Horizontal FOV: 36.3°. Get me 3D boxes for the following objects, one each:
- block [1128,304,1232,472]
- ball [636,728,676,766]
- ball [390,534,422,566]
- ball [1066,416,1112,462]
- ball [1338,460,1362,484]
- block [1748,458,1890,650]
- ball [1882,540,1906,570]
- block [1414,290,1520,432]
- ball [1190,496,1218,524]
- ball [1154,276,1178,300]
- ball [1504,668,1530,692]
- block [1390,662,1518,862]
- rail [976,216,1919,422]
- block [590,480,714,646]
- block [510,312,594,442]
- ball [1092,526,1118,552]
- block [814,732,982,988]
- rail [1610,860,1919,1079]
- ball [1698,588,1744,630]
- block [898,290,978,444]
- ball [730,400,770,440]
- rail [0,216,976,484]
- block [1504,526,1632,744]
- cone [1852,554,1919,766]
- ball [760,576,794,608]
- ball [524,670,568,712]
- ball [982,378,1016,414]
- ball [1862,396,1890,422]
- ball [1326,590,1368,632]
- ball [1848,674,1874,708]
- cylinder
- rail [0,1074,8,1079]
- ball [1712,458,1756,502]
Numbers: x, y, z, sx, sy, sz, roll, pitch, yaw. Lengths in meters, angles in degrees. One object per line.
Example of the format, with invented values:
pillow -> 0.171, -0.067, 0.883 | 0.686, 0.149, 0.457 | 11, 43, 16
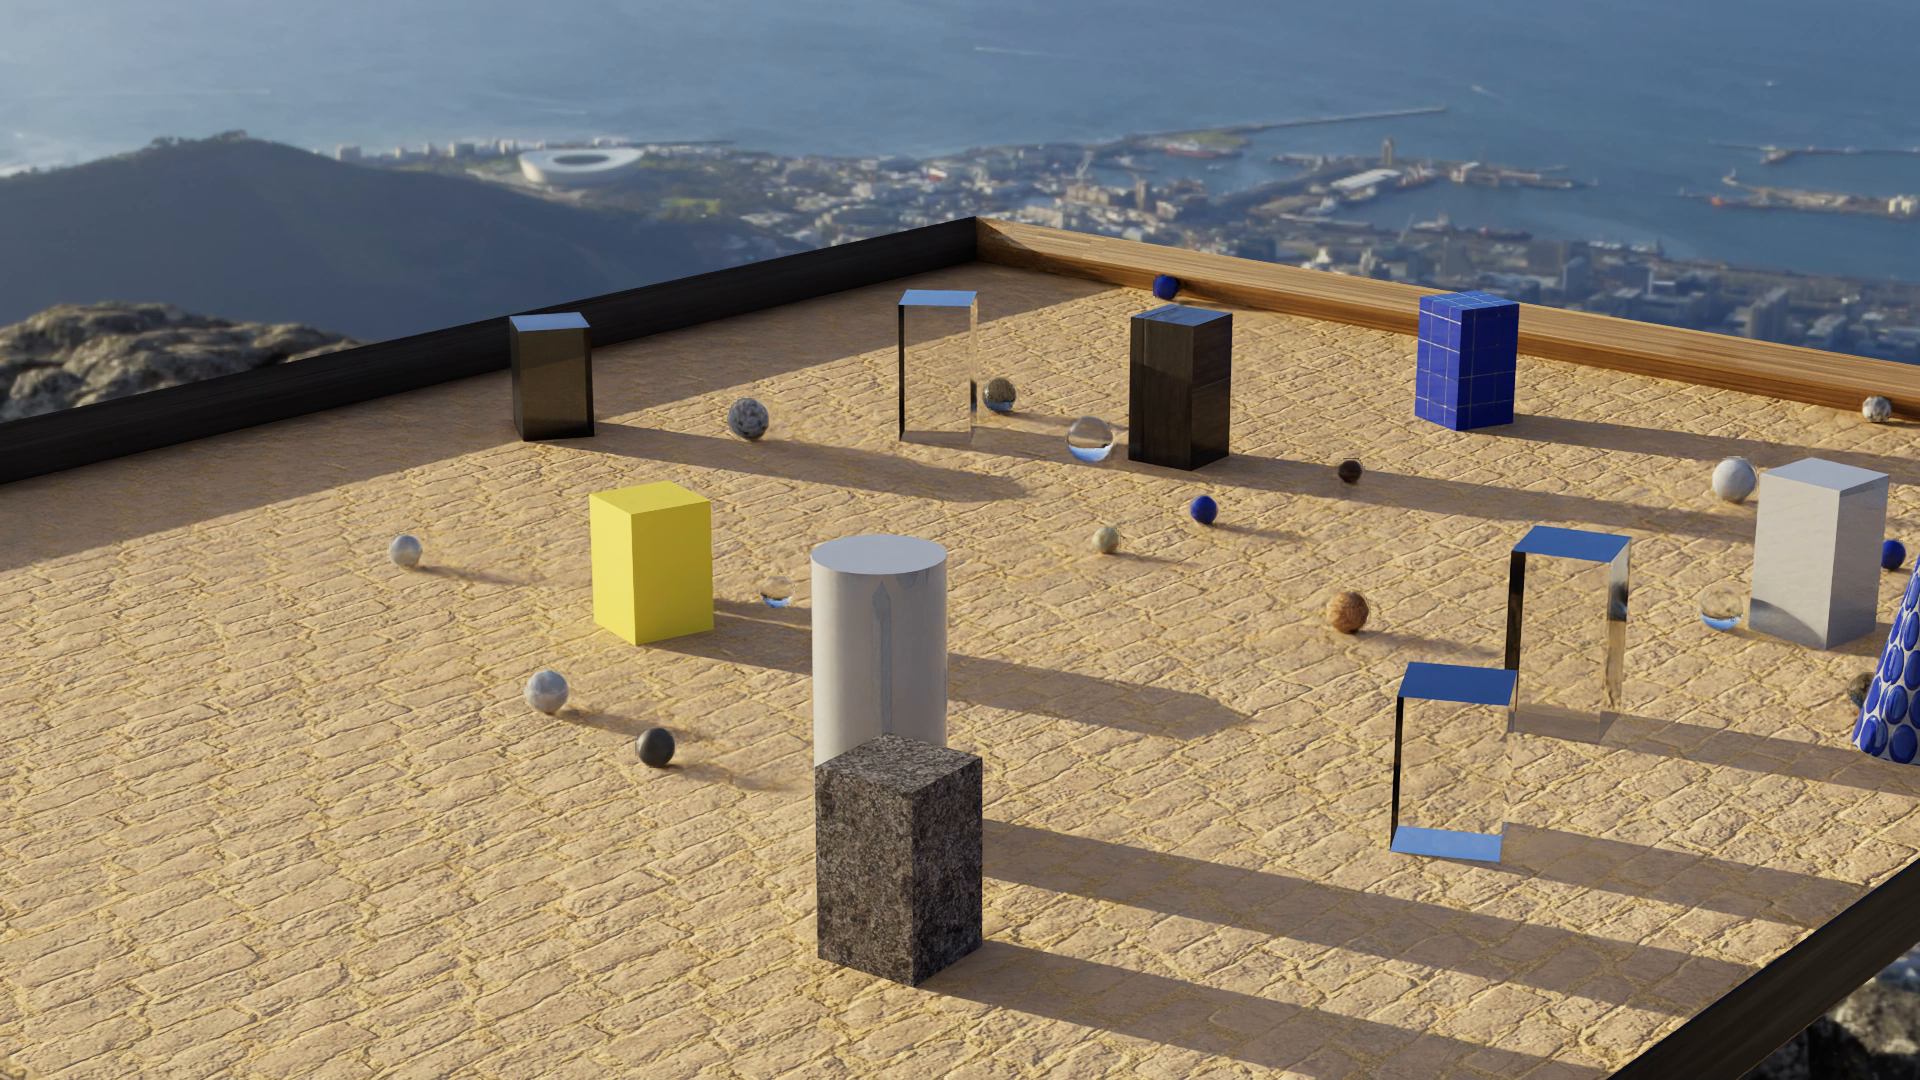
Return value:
block -> 0.447, -0.310, 5.945 | 0.149, 0.298, 0.149 | 12, 21, 34
ball -> -0.449, 0.306, 4.324 | 0.057, 0.057, 0.057 | 0, 17, 0
ball -> -0.996, 0.019, 5.269 | 0.058, 0.058, 0.058 | 0, 17, 0
ball -> 0.263, -0.204, 5.948 | 0.093, 0.093, 0.093 | 0, 17, 0
ball -> 0.772, -0.136, 5.801 | 0.047, 0.047, 0.047 | 0, 17, 0
block -> 1.432, 0.021, 4.892 | 0.149, 0.273, 0.149 | -14, 22, -40
ball -> 1.668, 0.026, 5.255 | 0.053, 0.053, 0.053 | 0, 17, 0
block -> 1.080, -0.383, 6.251 | 0.149, 0.261, 0.149 | -8, 19, -26
ball -> 0.461, -0.056, 5.527 | 0.052, 0.052, 0.052 | 0, 17, 0
ball -> 0.524, -0.639, 7.438 | 0.063, 0.063, 0.063 | 0, 17, 0
ball -> 0.882, 0.221, 4.634 | 0.040, 0.040, 0.040 | 0, 17, 0
block -> 0.681, 0.304, 4.040 | 0.149, 0.225, 0.149 | 4, 17, 14
rail -> 1.447, -0.452, 6.716 | 3.766, 0.121, 0.045 | 14, 22, 39
block -> -0.517, 0.036, 4.923 | 0.149, 0.226, 0.149 | -11, 20, -32
block -> -0.859, -0.344, 6.165 | 0.149, 0.235, 0.149 | -5, 17, -15
ball -> 0.266, 0.000, 5.352 | 0.047, 0.047, 0.047 | 0, 17, 0
block -> -0.076, 0.398, 3.673 | 0.149, 0.258, 0.149 | 12, 20, 33
rail -> 1.404, 0.383, 3.954 | 0.045, 0.121, 4.462 | 14, 22, 39
ball -> 1.279, 0.115, 4.928 | 0.072, 0.072, 0.072 | 0, 17, 0
block -> -0.045, -0.363, 6.131 | 0.149, 0.292, 0.149 | 2, 17, 5
ball -> -0.440, -0.251, 6.118 | 0.084, 0.084, 0.084 | 0, 17, 0
rail -> -1.404, -0.323, 6.288 | 0.045, 0.121, 4.462 | 14, 22, 39
block -> 0.925, 0.142, 4.470 | 0.149, 0.286, 0.149 | 8, 18, 24
cone -> 1.439, 0.123, 4.362 | 0.186, 0.385, 0.186 | 0, 17, 0
ball -> -0.315, 0.089, 5.043 | 0.056, 0.056, 0.056 | 0, 17, 0
ball -> -0.640, 0.234, 4.544 | 0.067, 0.067, 0.067 | 0, 17, 0
ball -> 0.085, -0.311, 6.335 | 0.074, 0.074, 0.074 | 0, 17, 0
ball -> 1.955, -0.279, 6.257 | 0.058, 0.058, 0.058 | 0, 17, 0
ball -> 0.650, 0.120, 4.915 | 0.070, 0.070, 0.070 | 0, 17, 0
ball -> 1.410, 0.236, 4.555 | 0.057, 0.057, 0.057 | 0, 17, 0
cylinder -> -0.110, 0.210, 4.049 | 0.186, 0.400, 0.186 | 0, 17, 0
rail -> -1.447, 0.513, 3.526 | 3.766, 0.121, 0.045 | 14, 22, 39
ball -> 1.496, -0.115, 5.670 | 0.083, 0.083, 0.083 | 0, 17, 0
